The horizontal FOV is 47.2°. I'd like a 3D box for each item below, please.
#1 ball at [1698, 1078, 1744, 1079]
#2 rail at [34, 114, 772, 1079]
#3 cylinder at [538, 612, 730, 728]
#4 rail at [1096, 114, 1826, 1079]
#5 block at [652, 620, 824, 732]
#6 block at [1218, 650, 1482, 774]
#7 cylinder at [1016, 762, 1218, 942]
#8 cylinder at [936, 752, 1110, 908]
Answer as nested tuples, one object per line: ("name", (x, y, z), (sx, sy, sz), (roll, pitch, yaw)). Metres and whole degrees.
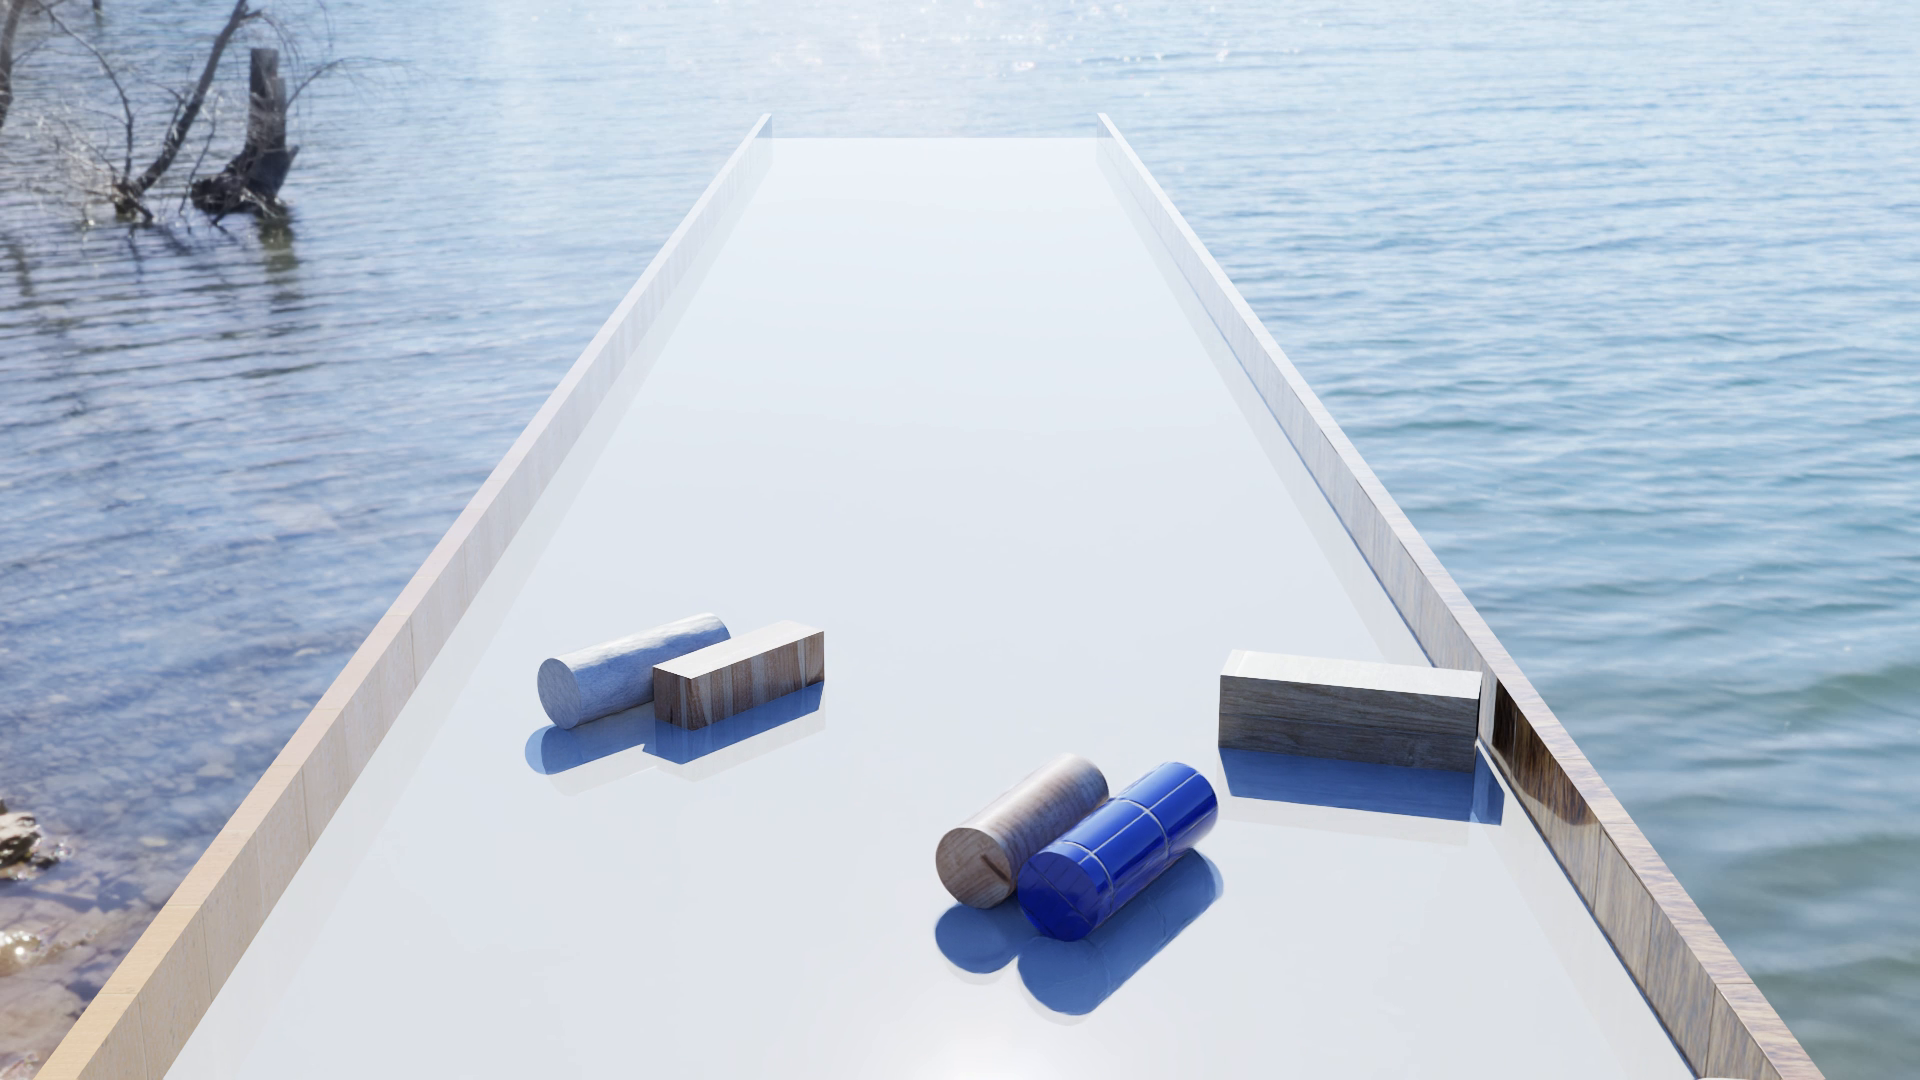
("ball", (0.782, 0.717, 2.221), (0.339, 0.339, 0.339), (0, 17, 0))
("rail", (-1.118, -0.838, 7.780), (0.050, 0.150, 12.000), (0, 17, -1))
("cylinder", (-0.611, 0.244, 4.169), (0.135, 0.135, 0.366), (15, 22, 41))
("rail", (0.932, -0.844, 7.801), (0.050, 0.150, 12.000), (0, 17, -1))
("block", (-0.417, 0.254, 4.192), (0.103, 0.103, 0.353), (13, 21, 38))
("block", (0.701, 0.306, 3.954), (0.450, 0.139, 0.139), (5, 17, 15))
("cylinder", (0.249, 0.474, 3.391), (0.139, 0.139, 0.407), (10, 19, 30))
("cylinder", (0.103, 0.454, 3.471), (0.132, 0.132, 0.342), (9, 19, 28))
